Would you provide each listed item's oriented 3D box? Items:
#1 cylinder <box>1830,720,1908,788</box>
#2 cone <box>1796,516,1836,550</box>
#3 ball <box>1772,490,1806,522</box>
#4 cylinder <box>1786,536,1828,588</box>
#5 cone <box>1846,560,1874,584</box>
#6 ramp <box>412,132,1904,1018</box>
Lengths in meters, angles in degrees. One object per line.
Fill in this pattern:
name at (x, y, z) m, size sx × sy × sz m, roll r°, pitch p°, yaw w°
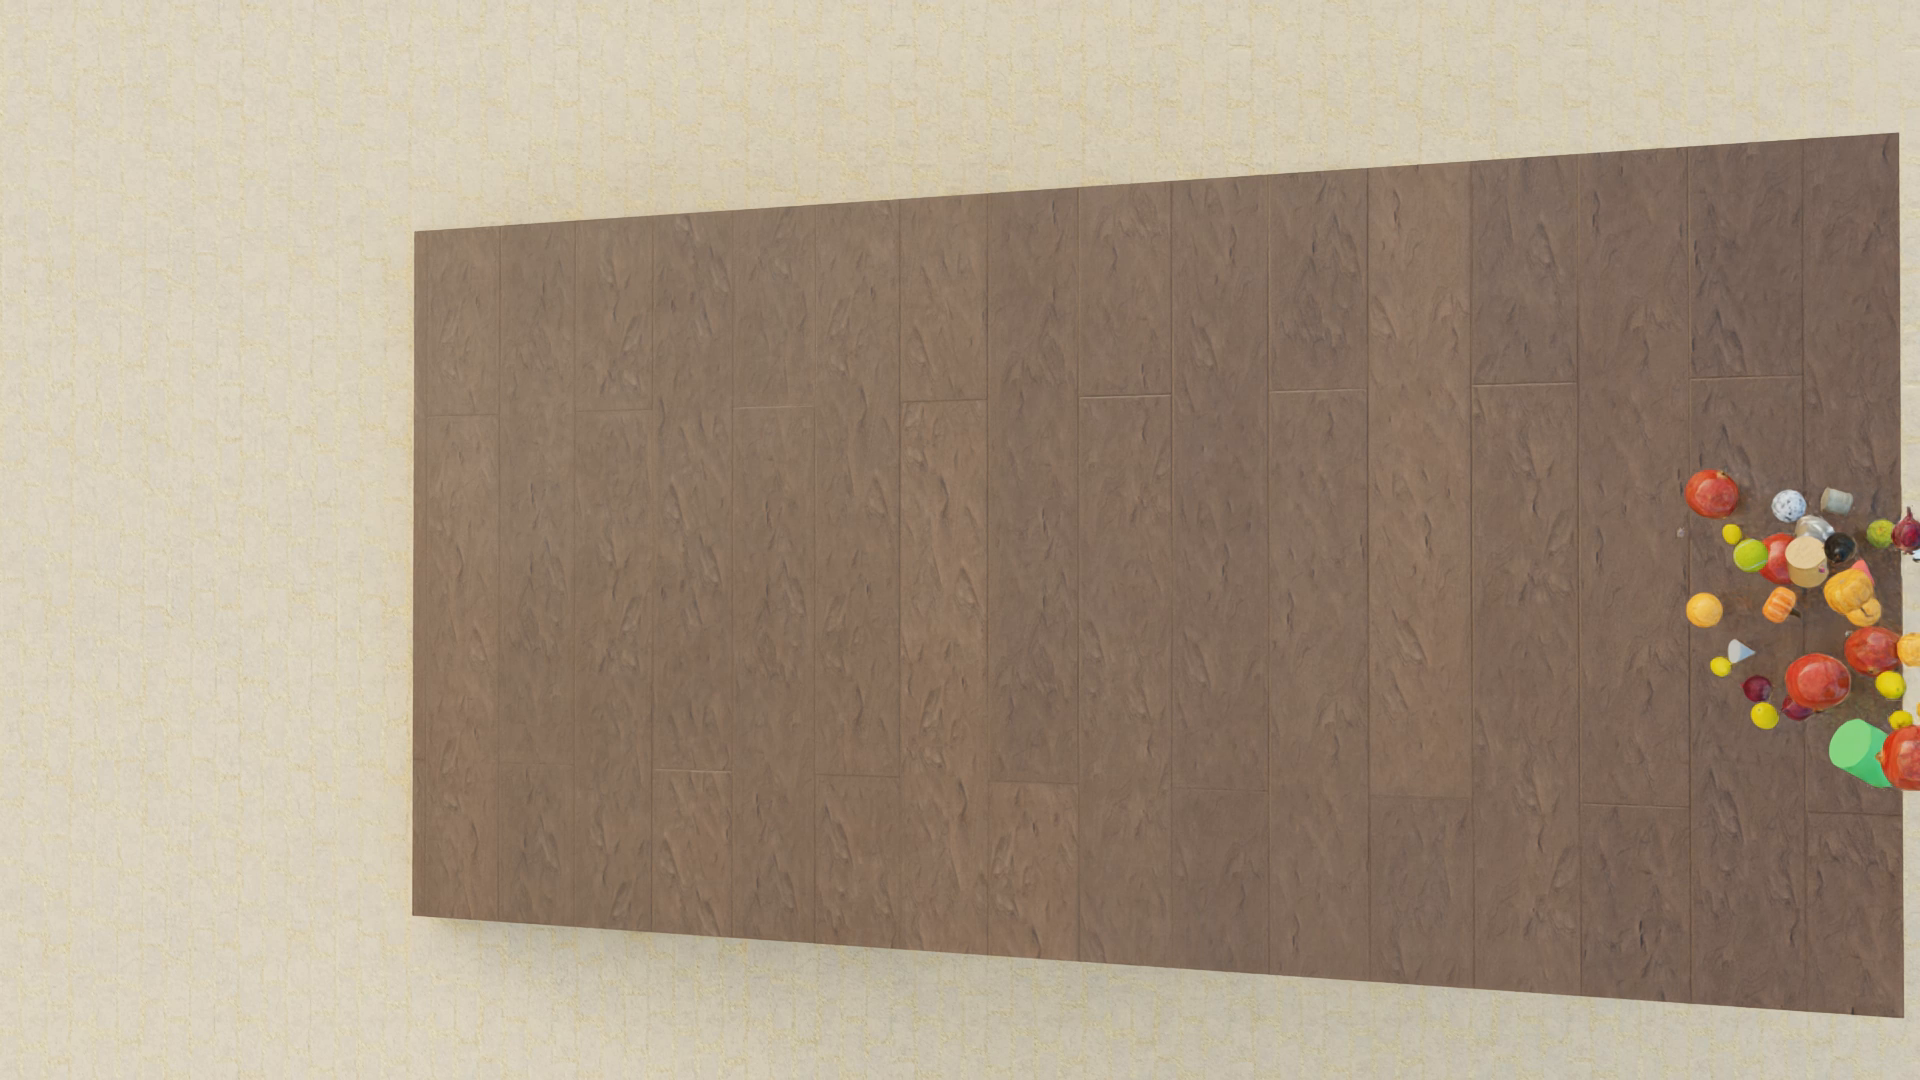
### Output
cylinder at (1.698, 0.399, 4.108) m, size 0.098 × 0.098 × 0.098 m, roll 25°, pitch 89°, yaw -20°
cone at (1.844, 0.010, 4.793) m, size 0.091 × 0.091 × 0.091 m, roll -40°, pitch 89°, yaw -31°
ball at (1.655, -0.068, 4.390) m, size 0.065 × 0.065 × 0.065 m, roll 0°, pitch 89°, yaw 0°
cylinder at (1.754, 0.046, 4.555) m, size 0.077 × 0.077 × 0.077 m, roll -13°, pitch 53°, yaw 18°
cone at (1.851, 0.076, 4.496) m, size 0.052 × 0.052 × 0.052 m, roll 36°, pitch 89°, yaw -7°
ramp at (0.282, 0.087, 5.741) m, size 4.000 × 0.100 × 2.000 m, roll 0°, pitch 89°, yaw 21°
